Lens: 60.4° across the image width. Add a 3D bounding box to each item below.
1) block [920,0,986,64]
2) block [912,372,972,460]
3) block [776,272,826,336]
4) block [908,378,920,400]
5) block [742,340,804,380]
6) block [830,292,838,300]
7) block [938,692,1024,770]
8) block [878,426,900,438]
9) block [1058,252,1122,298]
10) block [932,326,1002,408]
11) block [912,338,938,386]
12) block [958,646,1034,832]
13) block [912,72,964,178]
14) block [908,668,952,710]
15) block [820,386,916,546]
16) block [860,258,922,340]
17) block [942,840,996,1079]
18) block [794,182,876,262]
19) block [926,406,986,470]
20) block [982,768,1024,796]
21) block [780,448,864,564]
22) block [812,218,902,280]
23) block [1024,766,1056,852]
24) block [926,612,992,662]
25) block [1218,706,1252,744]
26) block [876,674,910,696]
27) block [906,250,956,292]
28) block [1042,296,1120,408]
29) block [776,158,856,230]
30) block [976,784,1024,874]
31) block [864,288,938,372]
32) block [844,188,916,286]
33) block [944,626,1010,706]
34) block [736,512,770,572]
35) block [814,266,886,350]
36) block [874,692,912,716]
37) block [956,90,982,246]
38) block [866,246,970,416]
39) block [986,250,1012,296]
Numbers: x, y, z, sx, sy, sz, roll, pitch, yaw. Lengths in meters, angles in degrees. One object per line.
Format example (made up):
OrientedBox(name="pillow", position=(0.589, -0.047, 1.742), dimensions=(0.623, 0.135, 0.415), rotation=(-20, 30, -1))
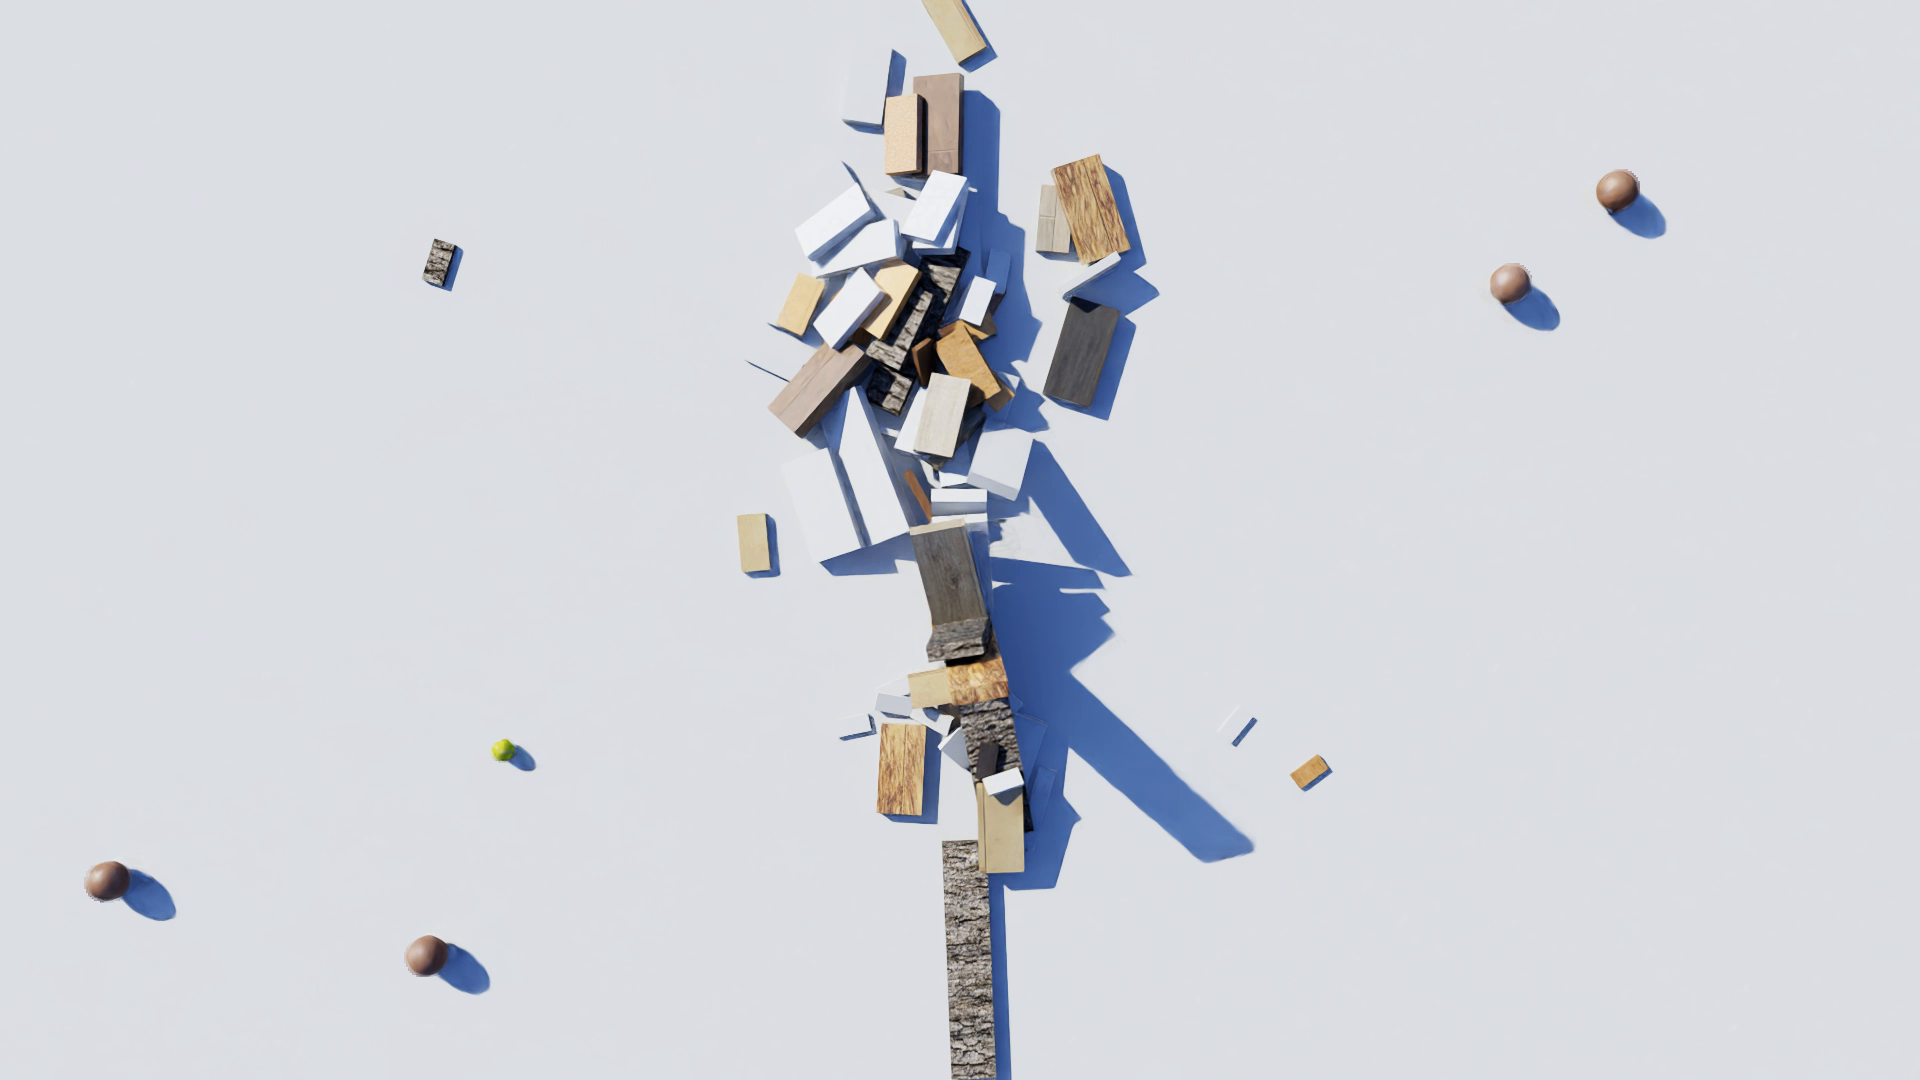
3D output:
OrientedBox(name="block", position=(-0.127, -1.901, 5.485), dimensions=(0.109, 0.031, 0.672), rotation=(-30, 90, 0))
OrientedBox(name="block", position=(-0.056, -0.402, 5.355), dimensions=(0.132, 0.037, 0.265), rotation=(12, 79, 10))
OrientedBox(name="block", position=(-0.528, -0.781, 5.460), dimensions=(0.094, 0.027, 0.189), rotation=(24, 90, -2))
OrientedBox(name="block", position=(-0.151, -0.544, 5.490), dimensions=(0.074, 0.021, 0.148), rotation=(22, 90, 0))
OrientedBox(name="block", position=(-0.620, -0.594, 5.490), dimensions=(0.190, 0.020, 0.072), rotation=(25, 90, 0))
OrientedBox(name="block", position=(-0.356, -0.818, 5.490), dimensions=(0.141, 0.020, 0.071), rotation=(-39, 90, 0))
OrientedBox(name="block", position=(0.069, 0.614, 5.464), dimensions=(0.116, 0.033, 0.293), rotation=(42, 90, -21))
OrientedBox(name="block", position=(-0.219, -0.352, 5.464), dimensions=(0.143, 0.072, 0.020), rotation=(16, 90, 0))
OrientedBox(name="block", position=(0.425, -0.875, 5.445), dimensions=(0.219, 0.109, 0.031), rotation=(-31, 90, 0))
OrientedBox(name="block", position=(0.025, -0.566, 5.398), dimensions=(0.121, 0.034, 0.242), rotation=(-30, 92, 15))
OrientedBox(name="block", position=(-0.114, -0.584, 5.413), dimensions=(0.021, 0.148, 0.074), rotation=(29, 56, 34))
OrientedBox(name="block", position=(0.103, 0.662, 5.395), dimensions=(0.167, 0.047, 0.642), rotation=(-11, 102, 0))
OrientedBox(name="block", position=(-0.073, -1.367, 5.447), dimensions=(0.164, 0.047, 0.328), rotation=(1, 90, 22))
OrientedBox(name="block", position=(-0.049, 0.479, 5.410), dimensions=(0.231, 0.033, 0.116), rotation=(-10, 86, -1))
OrientedBox(name="block", position=(-0.313, -0.242, 5.436), dimensions=(0.173, 0.049, 0.502), rotation=(-21, 90, 29))
OrientedBox(name="block", position=(-0.238, -0.792, 5.374), dimensions=(0.126, 0.036, 0.253), rotation=(35, 101, 23))
OrientedBox(name="block", position=(0.030, 1.392, 5.479), dimensions=(0.149, 0.042, 0.784), rotation=(-2, 90, 0))
OrientedBox(name="block", position=(-0.411, -1.042, 5.414), dimensions=(0.265, 0.037, 0.132), rotation=(-34, 56, 15))
OrientedBox(name="block", position=(-0.039, -0.357, 5.435), dimensions=(0.121, 0.034, 0.248), rotation=(37, 76, 18))
OrientedBox(name="block", position=(0.141, 0.787, 5.357), dimensions=(0.122, 0.017, 0.061), rotation=(-17, 58, -11))
OrientedBox(name="block", position=(-0.454, -0.114, 5.453), dimensions=(0.173, 0.049, 0.346), rotation=(-19, 90, 16))
OrientedBox(name="block", position=(-0.343, -0.952, 5.400), dimensions=(0.323, 0.035, 0.125), rotation=(-9, 82, 28))
OrientedBox(name="block", position=(0.256, 0.895, 5.492), dimensions=(0.058, 0.016, 0.277), rotation=(16, 90, 0))
OrientedBox(name="block", position=(0.000, 0.304, 5.191), dimensions=(0.173, 0.346, 0.049), rotation=(-10, 100, 7))
OrientedBox(name="block", position=(0.915, 0.615, 5.492), dimensions=(0.058, 0.016, 0.115), rotation=(39, 90, 0))
OrientedBox(name="block", position=(-0.217, 0.499, 5.492), dimensions=(0.115, 0.016, 0.058), rotation=(-23, 90, 0))
OrientedBox(name="block", position=(-0.144, -0.864, 5.460), dimensions=(0.248, 0.035, 0.124), rotation=(40, 98, 6))
OrientedBox(name="block", position=(0.402, -0.623, 5.476), dimensions=(0.167, 0.047, 0.335), rotation=(17, 90, 0))
OrientedBox(name="block", position=(-0.475, -1.151, 5.482), dimensions=(0.250, 0.035, 0.125), rotation=(-33, 90, 0))
OrientedBox(name="block", position=(0.133, 0.943, 5.408), dimensions=(0.148, 0.042, 0.297), rotation=(-2, 102, -1))
OrientedBox(name="block", position=(-0.194, -0.703, 5.396), dimensions=(0.134, 0.038, 0.268), rotation=(28, 98, 18))
OrientedBox(name="block", position=(-0.256, -0.963, 5.432), dimensions=(0.164, 0.047, 0.346), rotation=(17, 95, 8))
OrientedBox(name="block", position=(0.043, 0.386, 5.113), dimensions=(0.173, 0.522, 0.049), rotation=(-11, 105, -1))
OrientedBox(name="block", position=(-0.686, 0.008, 5.487), dimensions=(0.095, 0.027, 0.189), rotation=(-5, 90, 0))
OrientedBox(name="block", position=(-0.361, -0.756, 5.393), dimensions=(0.253, 0.036, 0.126), rotation=(-47, 58, 18))
OrientedBox(name="block", position=(-0.219, 0.544, 5.478), dimensions=(0.122, 0.017, 0.061), rotation=(11, 101, -8))
OrientedBox(name="block", position=(0.008, -1.184, 5.482), dimensions=(0.124, 0.035, 0.615), rotation=(0, 90, 0))
OrientedBox(name="block", position=(-0.144, -0.705, 5.429), dimensions=(0.134, 0.038, 0.584), rotation=(25, 97, 10))
OrientedBox(name="block", position=(0.124, -0.889, 5.476), dimensions=(0.071, 0.020, 0.144), rotation=(11, 80, -3))
